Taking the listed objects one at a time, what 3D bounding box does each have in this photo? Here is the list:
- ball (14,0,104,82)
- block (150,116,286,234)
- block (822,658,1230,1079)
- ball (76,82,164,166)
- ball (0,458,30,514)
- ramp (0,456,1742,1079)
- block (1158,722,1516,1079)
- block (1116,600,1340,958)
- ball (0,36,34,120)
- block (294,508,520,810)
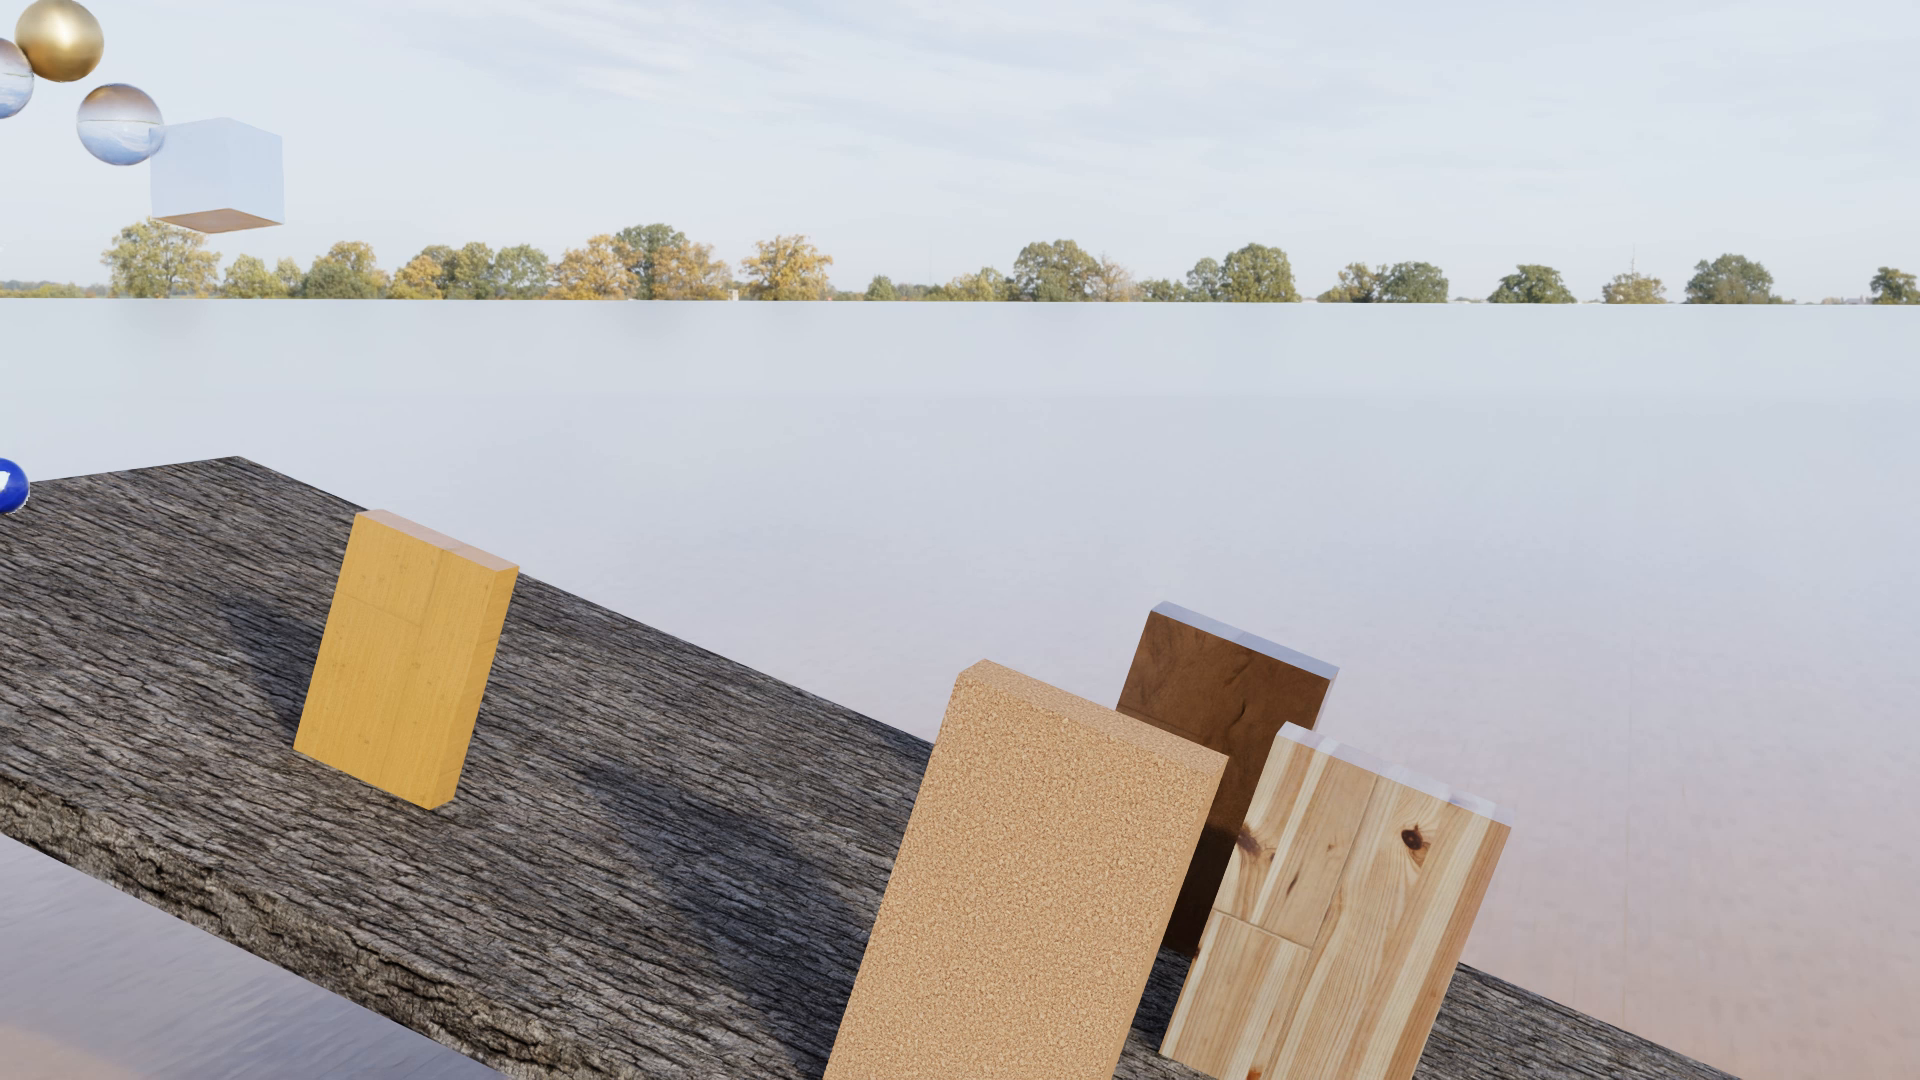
[{"bbox_3d":[-1.924,-1.068,4.699,0.179,0.179,0.179,0,7,0],"label":"ball"},{"bbox_3d":[-1.597,-0.782,4.734,0.194,0.194,0.194,-4,-4,18],"label":"block"},{"bbox_3d":[0.089,0.577,3.273,0.394,0.693,0.134,21,12,14],"label":"block"},{"bbox_3d":[-1.805,-0.893,4.727,0.178,0.178,0.178,0,7,0],"label":"ball"},{"bbox_3d":[-1.887,-0.106,4.312,0.113,0.113,0.113,0,7,0],"label":"ball"},{"bbox_3d":[-0.348,0.648,4.220,4.000,0.100,2.000,21,12,14],"label":"ramp"},{"bbox_3d":[0.648,0.683,3.811,0.415,0.616,0.115,21,12,14],"label":"block"},{"bbox_3d":[0.466,0.487,4.392,0.373,0.628,0.138,21,12,14],"label":"block"},{"bbox_3d":[-2.010,-0.957,4.551,0.177,0.177,0.177,0,7,0],"label":"ball"},{"bbox_3d":[-0.985,0.210,3.903,0.288,0.454,0.082,21,12,14],"label":"block"}]
